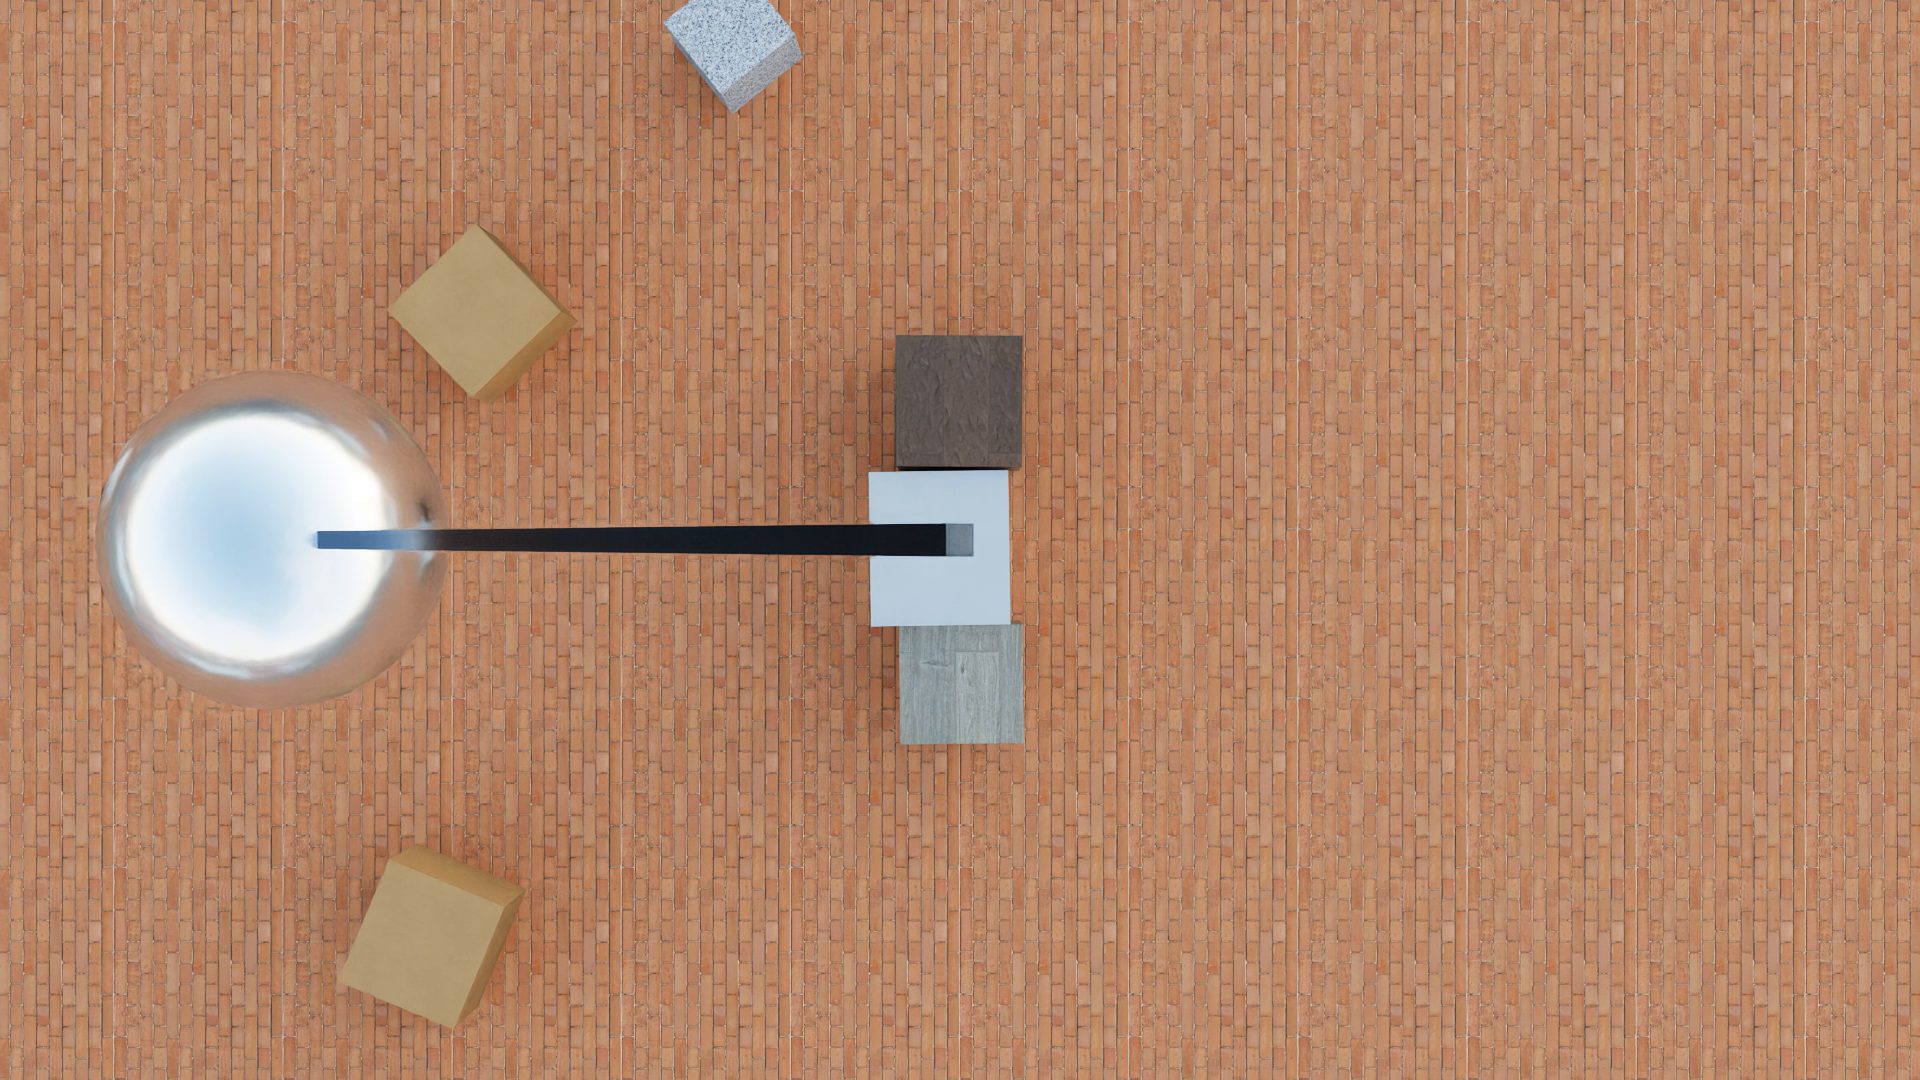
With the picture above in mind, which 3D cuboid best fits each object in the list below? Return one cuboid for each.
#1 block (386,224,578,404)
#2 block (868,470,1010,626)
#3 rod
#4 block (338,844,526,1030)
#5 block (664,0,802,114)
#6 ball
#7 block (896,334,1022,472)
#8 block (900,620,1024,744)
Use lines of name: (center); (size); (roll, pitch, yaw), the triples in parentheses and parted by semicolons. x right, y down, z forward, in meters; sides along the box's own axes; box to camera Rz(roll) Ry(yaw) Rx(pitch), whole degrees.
block: (-2.750, -1.298, 12.716); (0.701, 0.568, 0.694); (-44, 90, 0)
block: (-0.113, 0.046, 12.612); (0.774, 0.776, 0.857); (-1, 90, 0)
rod: (-1.396, 0.000, 7.501); (0.080, 5.200, 0.080); (0, 90, -32)
block: (-3.030, 2.274, 12.684); (0.704, 0.631, 0.746); (23, 90, 0)
block: (-1.300, -2.883, 12.693); (0.536, 0.614, 0.516); (-39, 90, 0)
ball: (-3.221, 0.000, 10.370); (1.600, 1.600, 1.600); (0, 90, 0)
block: (-0.005, -0.771, 12.596); (0.702, 0.808, 0.728); (0, 90, 0)
block: (0.008, 0.812, 12.679); (0.693, 0.642, 0.668); (-1, 90, 0)
